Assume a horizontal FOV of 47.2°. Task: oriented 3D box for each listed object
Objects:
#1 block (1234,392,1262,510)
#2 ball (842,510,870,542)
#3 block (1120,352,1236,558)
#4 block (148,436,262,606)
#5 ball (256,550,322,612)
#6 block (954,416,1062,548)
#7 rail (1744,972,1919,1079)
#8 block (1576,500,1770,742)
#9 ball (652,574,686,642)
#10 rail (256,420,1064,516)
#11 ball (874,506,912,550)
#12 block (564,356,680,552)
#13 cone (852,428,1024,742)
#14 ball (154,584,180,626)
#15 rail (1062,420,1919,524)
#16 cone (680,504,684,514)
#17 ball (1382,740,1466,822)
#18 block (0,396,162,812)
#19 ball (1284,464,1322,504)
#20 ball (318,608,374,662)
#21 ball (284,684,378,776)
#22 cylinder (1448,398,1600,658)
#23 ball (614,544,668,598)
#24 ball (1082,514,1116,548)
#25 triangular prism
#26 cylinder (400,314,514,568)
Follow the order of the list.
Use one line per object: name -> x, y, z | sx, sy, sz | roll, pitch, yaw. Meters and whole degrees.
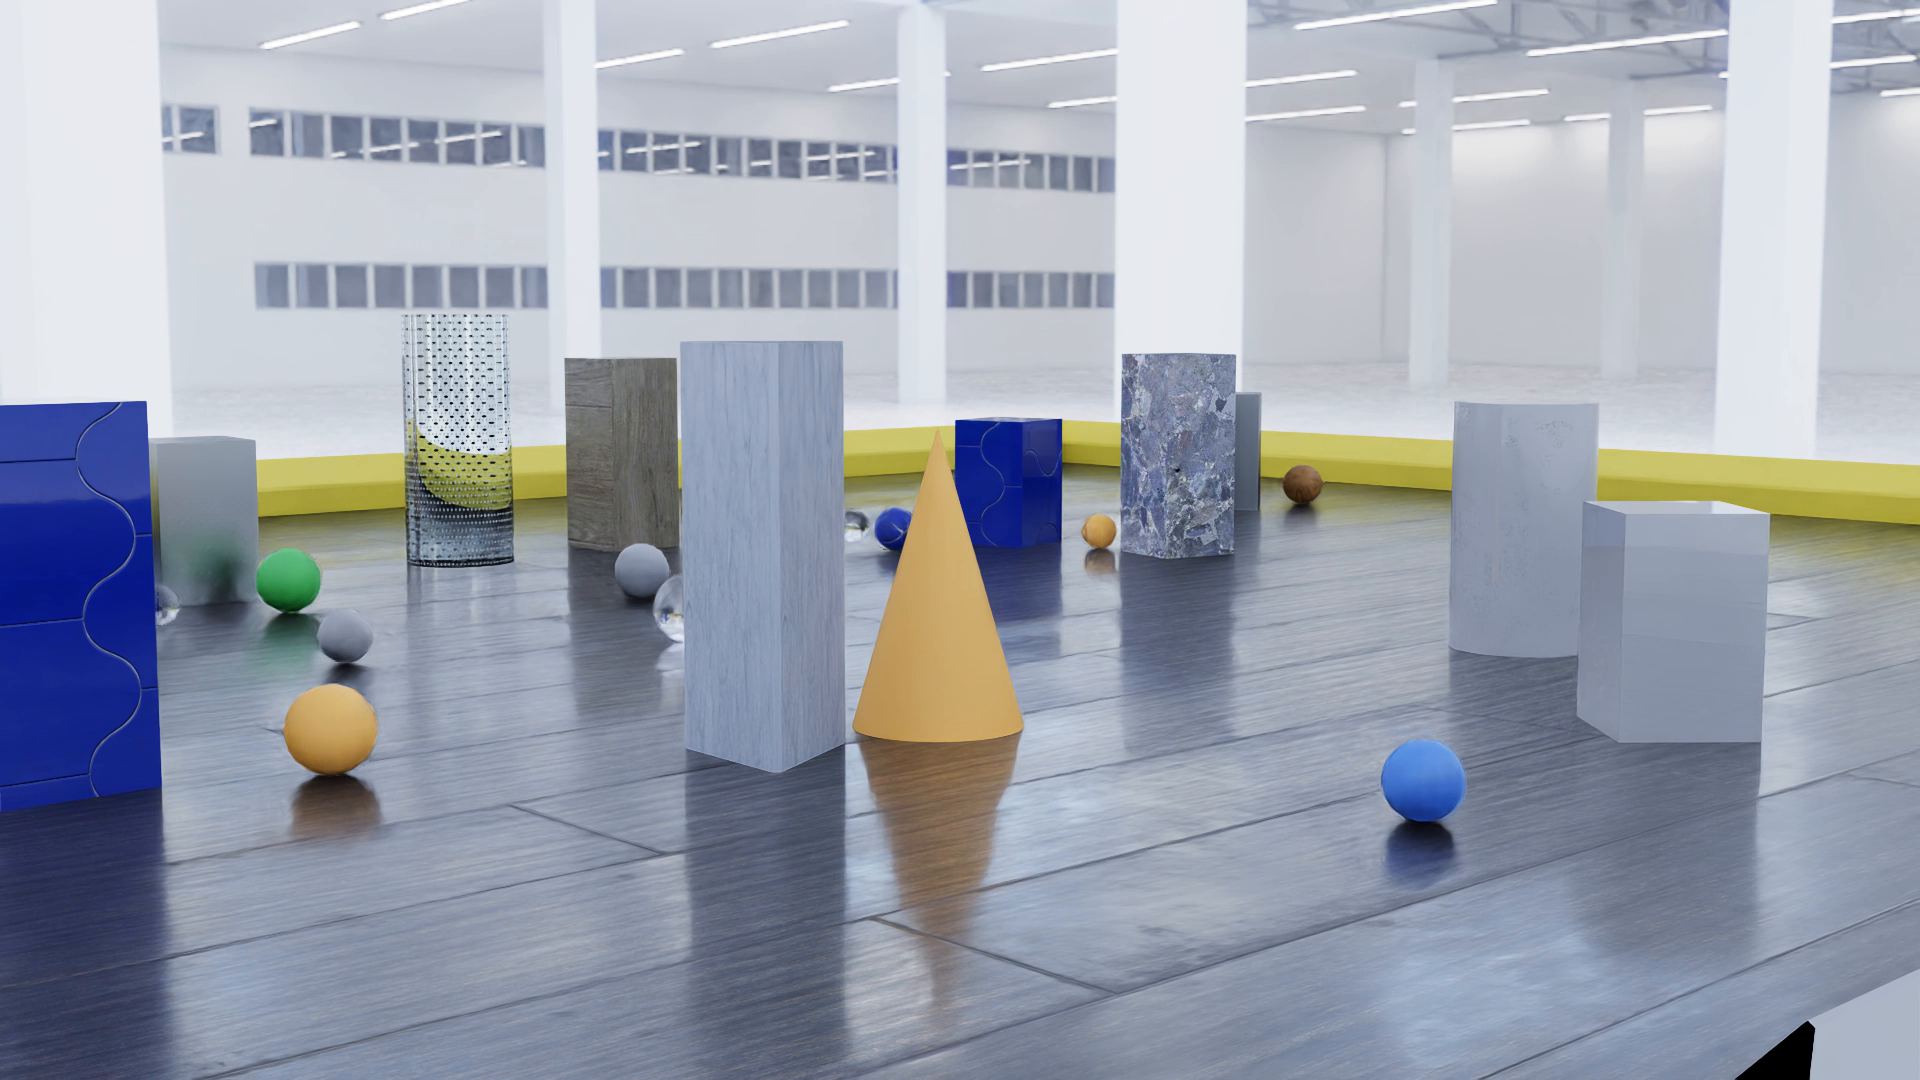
block -> 0.590, -0.199, 4.874 | 0.147, 0.253, 0.147 | 1, 6, 10
ball -> -0.201, -0.027, 4.152 | 0.063, 0.063, 0.063 | 0, 6, 0
block -> 0.392, -0.156, 3.967 | 0.147, 0.358, 0.147 | -3, 7, -29
block -> -1.165, -0.031, 3.342 | 0.147, 0.243, 0.147 | -5, 8, -37
ball -> -0.979, 0.059, 3.208 | 0.091, 0.091, 0.091 | 0, 6, 0
block -> 0.092, -0.112, 4.147 | 0.147, 0.232, 0.147 | 4, 7, 32
rail -> 1.329, 0.184, 1.900 | 4.461, 0.119, 0.045 | -6, 8, -42
block -> 0.746, 0.083, 2.312 | 0.147, 0.235, 0.147 | 0, 6, -1
ball -> -0.360, 0.091, 2.913 | 0.092, 0.092, 0.092 | 0, 6, 0
rail -> -1.329, -0.121, 4.764 | 4.461, 0.119, 0.045 | -6, 8, -42
ball -> -0.117, -0.021, 4.019 | 0.080, 0.080, 0.080 | 0, 6, 0
block -> -0.626, -0.163, 4.076 | 0.147, 0.349, 0.147 | -6, 8, -44
cone -> -0.023, 0.039, 2.326 | 0.184, 0.319, 0.184 | 0, 6, 0
ball -> -1.118, 0.091, 3.066 | 0.058, 0.058, 0.058 | 0, 6, 0
rail -> 1.622, -0.127, 4.821 | 0.045, 0.119, 3.966 | -6, 8, -42
cone -> -0.512, -0.236, 4.744 | 0.184, 0.353, 0.184 | 0, 6, 0
ball -> 0.401, 0.208, 1.904 | 0.071, 0.071, 0.071 | 0, 6, 0
block -> -0.846, 0.051, 2.026 | 0.147, 0.358, 0.147 | -6, 8, -44
ball -> 0.775, -0.127, 4.969 | 0.088, 0.088, 0.088 | 0, 6, 0
ball -> -0.769, 0.120, 2.753 | 0.067, 0.067, 0.067 | 0, 6, 0
ball -> -0.599, 0.180, 2.093 | 0.087, 0.087, 0.087 | 0, 6, 0
cylinder -> 0.734, -0.020, 2.867 | 0.184, 0.322, 0.184 | 0, 6, 0
ball -> -0.488, 0.046, 3.370 | 0.083, 0.083, 0.083 | 0, 6, 0
ball -> 0.256, -0.016, 4.047 | 0.064, 0.064, 0.064 | 0, 6, 0
triangular prism -> -0.173, 0.008, 2.188 | 0.138, 0.409, 0.159 | -5, 8, -40
cylinder -> -0.872, -0.176, 3.819 | 0.184, 0.430, 0.184 | 0, 6, 0
